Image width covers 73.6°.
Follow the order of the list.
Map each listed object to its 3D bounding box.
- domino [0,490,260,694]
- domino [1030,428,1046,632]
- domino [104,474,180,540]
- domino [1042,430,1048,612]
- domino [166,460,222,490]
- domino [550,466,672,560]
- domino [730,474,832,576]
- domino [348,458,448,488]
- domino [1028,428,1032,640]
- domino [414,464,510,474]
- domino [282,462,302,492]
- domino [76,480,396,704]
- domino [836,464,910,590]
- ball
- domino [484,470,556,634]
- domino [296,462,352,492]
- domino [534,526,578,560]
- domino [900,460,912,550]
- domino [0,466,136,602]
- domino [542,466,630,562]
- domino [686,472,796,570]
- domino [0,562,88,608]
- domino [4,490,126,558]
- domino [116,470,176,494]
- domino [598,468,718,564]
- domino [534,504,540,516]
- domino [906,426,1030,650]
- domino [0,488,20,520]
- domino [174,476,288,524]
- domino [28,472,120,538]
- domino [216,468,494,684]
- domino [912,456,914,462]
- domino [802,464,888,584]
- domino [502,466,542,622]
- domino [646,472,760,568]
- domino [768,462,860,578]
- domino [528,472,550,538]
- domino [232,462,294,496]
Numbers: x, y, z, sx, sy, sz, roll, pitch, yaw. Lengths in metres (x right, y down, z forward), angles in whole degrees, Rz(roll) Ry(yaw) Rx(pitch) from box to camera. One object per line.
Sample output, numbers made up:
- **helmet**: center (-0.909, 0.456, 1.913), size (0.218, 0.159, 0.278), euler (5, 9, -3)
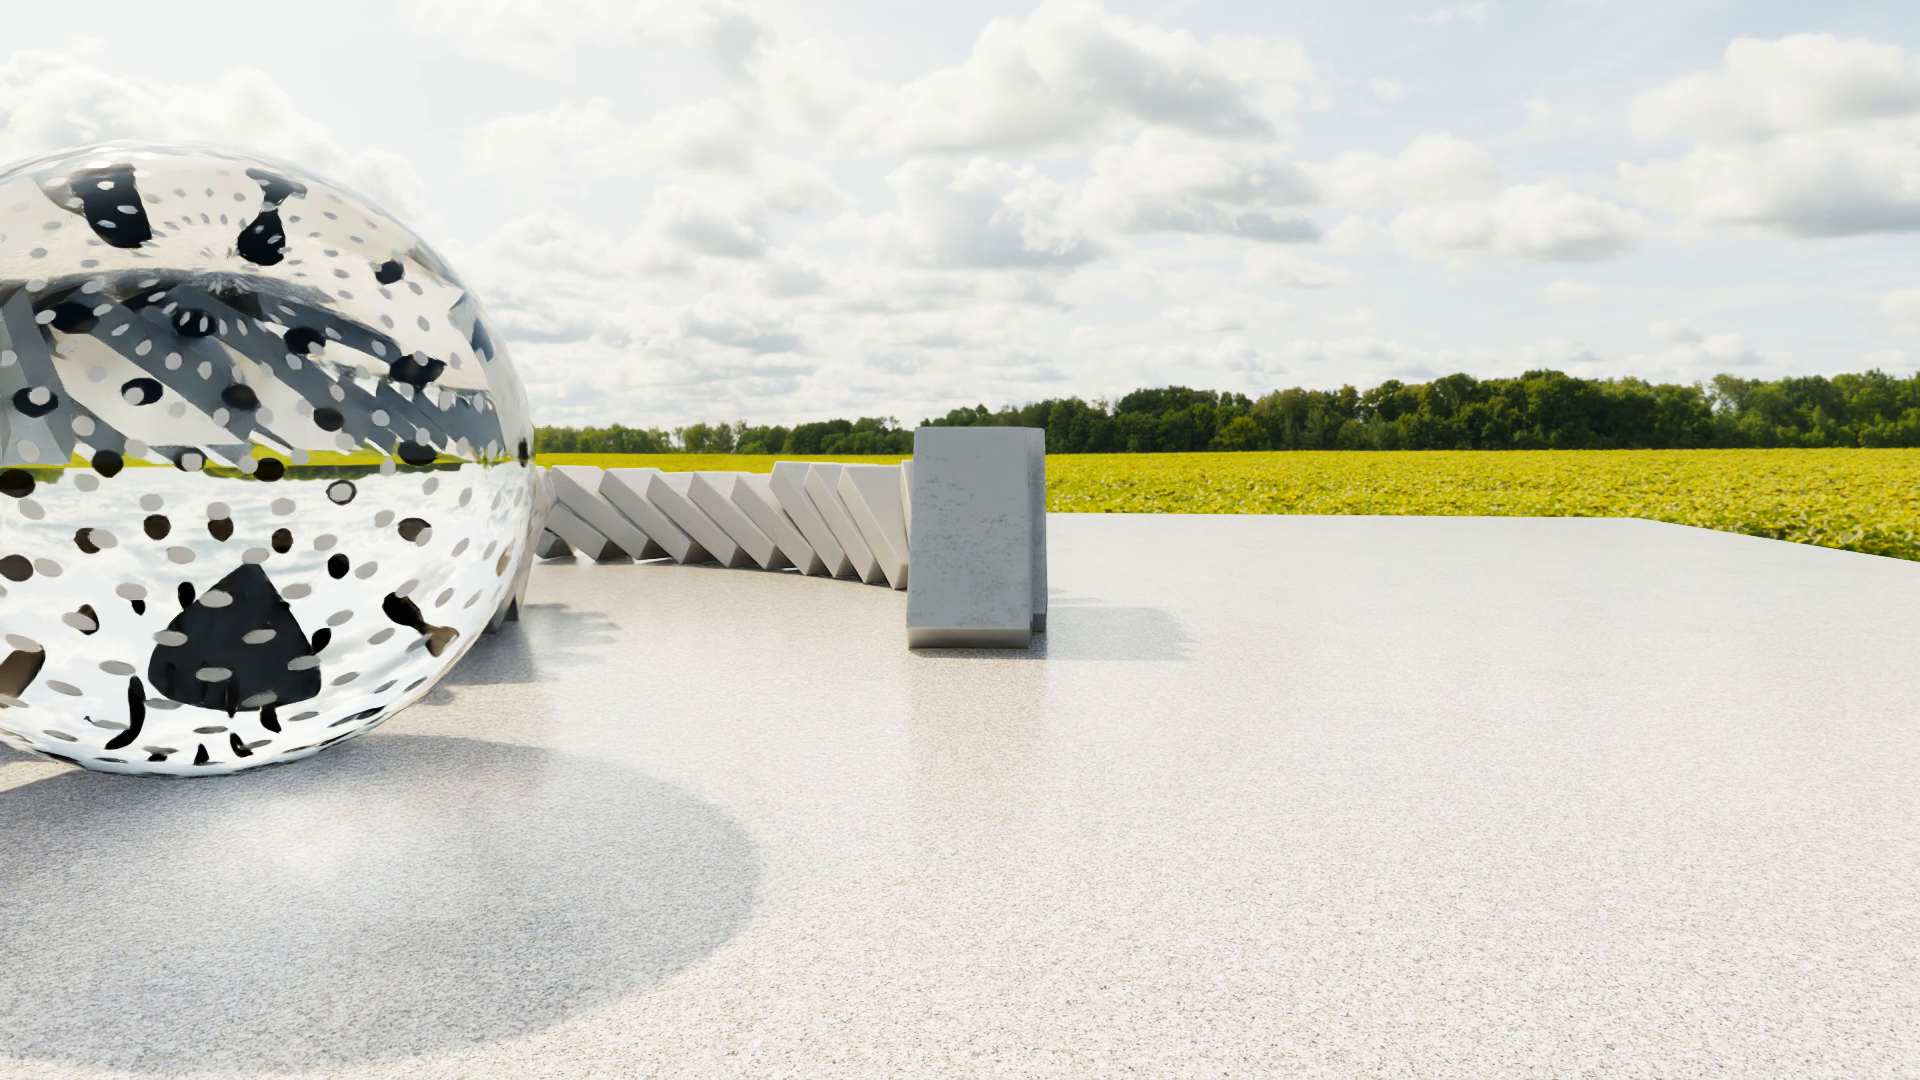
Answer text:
- **domino**: center (-0.144, 0.009, 0.213), size (0.050, 0.009, 0.025), euler (-38, 22, -24)
- **domino**: center (0.007, -0.003, 0.298), size (0.025, 0.050, 0.010), euler (0, -31, 2)
- **domino**: center (-0.212, -0.001, 0.351), size (0.050, 0.009, 0.025), euler (31, 2, -3)
- **domino**: center (0.009, -0.005, 0.321), size (0.025, 0.050, 0.009), euler (0, -31, 2)
- **domino**: center (-0.259, -0.011, 0.467), size (0.050, 0.009, 0.025), euler (34, -8, -16)
- **domino**: center (-0.128, -0.011, 0.478), size (0.050, 0.009, 0.025), euler (35, 15, 18)
- **domino**: center (-0.054, -0.006, 0.435), size (0.025, 0.009, 0.050), euler (-4, 34, -42)
- **domino**: center (-0.148, -0.003, 0.351), size (0.025, 0.009, 0.050), euler (-1, 41, -38)
- **domino**: center (0.003, -0.002, 0.287), size (0.025, 0.050, 0.009), euler (0, -31, 2)
- **domino**: center (-0.131, -0.001, 0.338), size (0.025, 0.009, 0.050), euler (-2, 40, -20)
- **domino**: center (-0.223, -0.011, 0.478), size (0.050, 0.009, 0.025), euler (33, 0, -8)
- **domino**: center (-0.130, 0.007, 0.230), size (0.025, 0.009, 0.050), euler (6, 40, 44)
- **domino**: center (-0.017, -0.005, 0.393), size (0.025, 0.009, 0.050), euler (-2, 39, -29)
- **ball**: center (-0.096, -0.010, 0.165), size (0.080, 0.080, 0.080), euler (0, 4, 0)
- **domino**: center (-0.115, 0.002, 0.303), size (0.025, 0.009, 0.050), euler (0, 39, 2)
- **domino**: center (-0.164, -0.003, 0.359), size (0.025, 0.010, 0.050), euler (-5, 42, -46)
- **domino**: center (-0.168, -0.011, 0.483), size (0.050, 0.010, 0.025), euler (34, 8, 5)
- **domino**: center (-0.003, -0.005, 0.377), size (0.025, 0.009, 0.050), euler (0, 40, -10)
- **domino**: center (-0.157, 0.008, 0.202), size (0.050, 0.009, 0.025), euler (-41, 22, -16)
- **domino**: center (-0.147, -0.011, 0.481), size (0.050, 0.009, 0.025), euler (33, 12, 11)
- **domino**: center (-0.071, -0.008, 0.449), size (0.025, 0.009, 0.050), euler (-3, 33, -48)
- **domino**: center (-0.233, 0.012, 0.348), size (0.050, 0.010, 0.025), euler (0, 4, -3)
- **domino**: center (-0.307, -0.006, 0.429), size (0.050, 0.009, 0.025), euler (33, -18, -36)
- **domino**: center (-0.275, -0.008, 0.457), size (0.050, 0.009, 0.025), euler (31, -9, -24)
- **domino**: center (-0.107, -0.009, 0.471), size (0.050, 0.009, 0.025), euler (37, 23, 26)
- **domino**: center (-0.113, 0.005, 0.264), size (0.025, 0.009, 0.050), euler (3, 39, 26)
- **domino**: center (0.002, -0.001, 0.275), size (0.025, 0.050, 0.009), euler (0, -31, 2)
- **domino**: center (-0.171, 0.009, 0.193), size (0.050, 0.009, 0.025), euler (-37, 17, -7)
- **domino**: center (-0.190, -0.001, 0.359), size (0.050, 0.009, 0.025), euler (32, 10, 11)
- **domino**: center (-0.291, -0.007, 0.443), size (0.050, 0.009, 0.025), euler (32, -14, -32)
- **domino**: center (-0.118, 0.005, 0.248), size (0.025, 0.009, 0.050), euler (8, 42, 33)
- **domino**: center (0.002, -0.006, 0.361), size (0.025, 0.050, 0.010), euler (-1, -37, -10)
- **domino**: center (-0.028, -0.006, 0.408), size (0.025, 0.009, 0.050), euler (-2, 39, -34)
- **domino**: center (-0.121, 0.000, 0.322), size (0.025, 0.010, 0.050), euler (0, 39, -9)
- **domino**: center (-0.087, -0.008, 0.460), size (0.050, 0.009, 0.025), euler (37, 25, 31)
- **domino**: center (-0.041, -0.007, 0.422), size (0.025, 0.009, 0.050), euler (-1, 38, -39)
- **domino**: center (-0.114, 0.003, 0.285), size (0.025, 0.010, 0.050), euler (1, 38, 10)
- **domino**: center (-0.241, -0.011, 0.474), size (0.050, 0.009, 0.025), euler (34, -3, -10)
